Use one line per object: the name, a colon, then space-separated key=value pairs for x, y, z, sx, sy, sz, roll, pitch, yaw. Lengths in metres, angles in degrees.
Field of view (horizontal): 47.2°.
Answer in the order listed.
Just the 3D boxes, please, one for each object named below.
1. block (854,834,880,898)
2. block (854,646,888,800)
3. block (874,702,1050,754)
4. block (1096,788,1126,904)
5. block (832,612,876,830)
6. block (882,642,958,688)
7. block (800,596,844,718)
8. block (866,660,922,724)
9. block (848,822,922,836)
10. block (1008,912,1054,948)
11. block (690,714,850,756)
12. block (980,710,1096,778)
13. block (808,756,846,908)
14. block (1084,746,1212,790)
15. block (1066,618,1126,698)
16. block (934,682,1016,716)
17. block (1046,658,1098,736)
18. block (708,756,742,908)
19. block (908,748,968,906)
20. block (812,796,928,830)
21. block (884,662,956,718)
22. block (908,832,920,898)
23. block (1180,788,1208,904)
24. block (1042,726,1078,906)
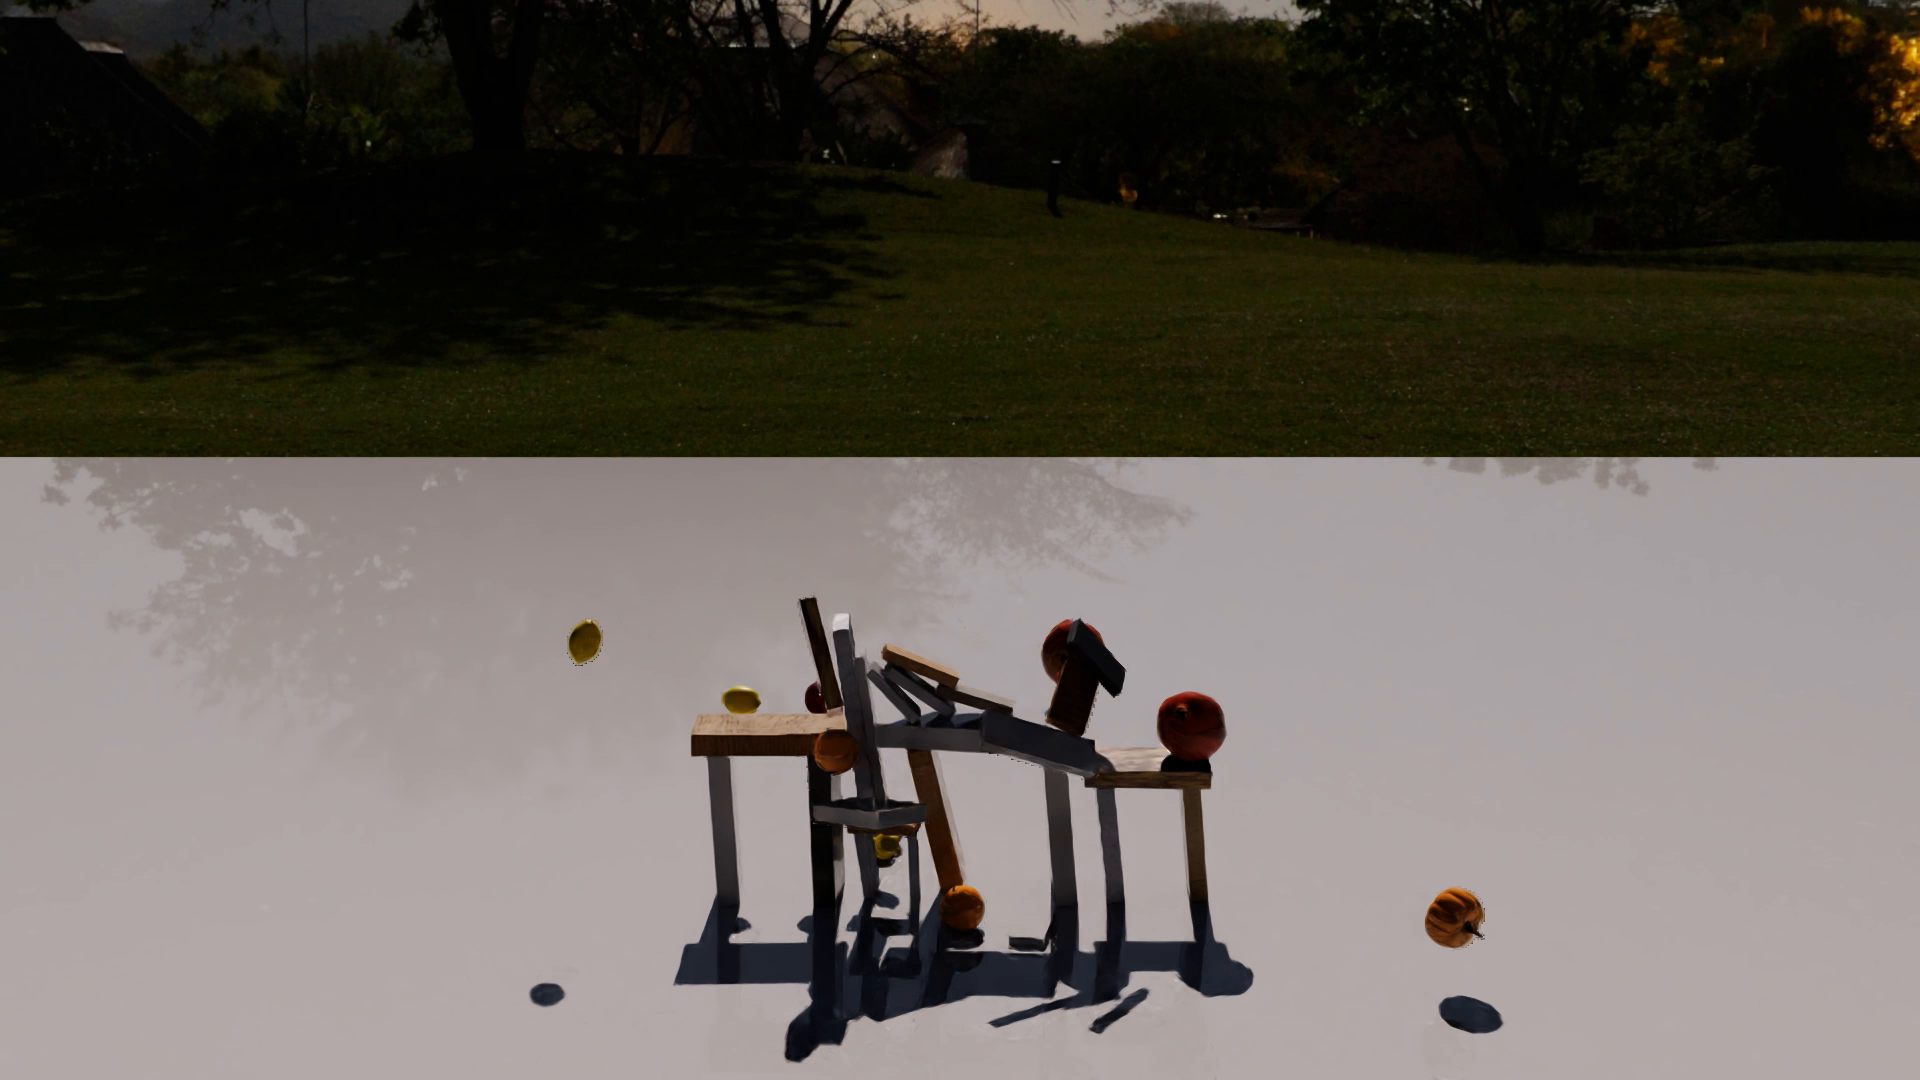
block: x=-0.154 y=0.531 z=3.658 sx=0.016 sy=0.114 sz=0.057 roll=-5 pitch=14 yaw=11
block: x=-0.143 y=0.321 z=3.600 sx=0.016 sy=0.287 sz=0.055 roll=-7 pitch=13 yaw=3
block: x=0.005 y=0.308 z=3.598 sx=0.269 sy=0.038 sz=0.135 roll=2 pitch=12 yaw=8
block: x=0.248 y=0.484 z=3.640 sx=0.029 sy=0.205 sz=0.103 roll=-6 pitch=18 yaw=3
block: x=-0.169 y=0.296 z=3.589 sx=0.026 sy=0.342 sz=0.091 roll=-8 pitch=15 yaw=0
block: x=-0.065 y=0.205 z=3.601 sx=0.128 sy=0.018 sz=0.064 roll=22 pitch=6 yaw=-5
block: x=-0.222 y=0.188 z=3.521 sx=0.026 sy=0.182 sz=0.091 roll=-14 pitch=-12 yaw=-6
block: x=-0.108 y=0.247 z=3.564 sx=0.016 sy=0.111 sz=0.055 roll=-42 pitch=6 yaw=9
block: x=-0.125 y=0.468 z=3.636 sx=0.114 sy=0.016 sz=0.057 roll=1 pitch=15 yaw=9
block: x=0.114 y=0.617 z=3.480 sx=0.055 sy=0.016 sz=0.111 roll=2 pitch=11 yaw=11
block: x=-0.309 y=0.320 z=3.620 sx=0.255 sy=0.036 sz=0.127 roll=0 pitch=11 yaw=-1
block: x=0.124 y=0.322 z=3.475 sx=0.196 sy=0.062 sz=0.017 roll=18 pitch=-40 yaw=-20
block: x=-0.221 y=0.465 z=3.643 sx=0.036 sy=0.255 sz=0.127 roll=-1 pitch=10 yaw=4
block: x=0.305 y=0.372 z=3.602 sx=0.205 sy=0.029 sz=0.103 roll=1 pitch=18 yaw=1
block: x=0.221 y=0.191 z=3.569 sx=0.017 sy=0.123 sz=0.062 roll=-32 pitch=21 yaw=28
block: x=0.025 y=0.259 z=3.598 sx=0.128 sy=0.018 sz=0.064 roll=17 pitch=7 yaw=3
block: x=0.183 y=0.255 z=3.547 sx=0.062 sy=0.017 sz=0.123 roll=25 pitch=50 yaw=-5
block: x=-0.389 y=0.464 z=3.644 sx=0.036 sy=0.255 sz=0.127 roll=-3 pitch=11 yaw=-3
block: x=-0.036 y=0.455 z=3.643 sx=0.038 sy=0.269 sz=0.135 roll=-13 pitch=12 yaw=3
block: x=-0.142 y=0.428 z=3.452 sx=0.091 sy=0.026 sz=0.182 roll=-5 pitch=2 yaw=-37
block: x=-0.065 y=0.243 z=3.595 sx=0.128 sy=0.018 sz=0.064 roll=34 pitch=8 yaw=-10
block: x=-0.077 y=0.531 z=3.657 sx=0.016 sy=0.114 sz=0.057 roll=-2 pitch=17 yaw=-1
block: x=0.386 y=0.484 z=3.641 sx=0.029 sy=0.205 sz=0.103 roll=-5 pitch=18 yaw=3
block: x=0.163 y=0.455 z=3.644 sx=0.038 sy=0.269 sz=0.135 roll=-5 pitch=12 yaw=1
